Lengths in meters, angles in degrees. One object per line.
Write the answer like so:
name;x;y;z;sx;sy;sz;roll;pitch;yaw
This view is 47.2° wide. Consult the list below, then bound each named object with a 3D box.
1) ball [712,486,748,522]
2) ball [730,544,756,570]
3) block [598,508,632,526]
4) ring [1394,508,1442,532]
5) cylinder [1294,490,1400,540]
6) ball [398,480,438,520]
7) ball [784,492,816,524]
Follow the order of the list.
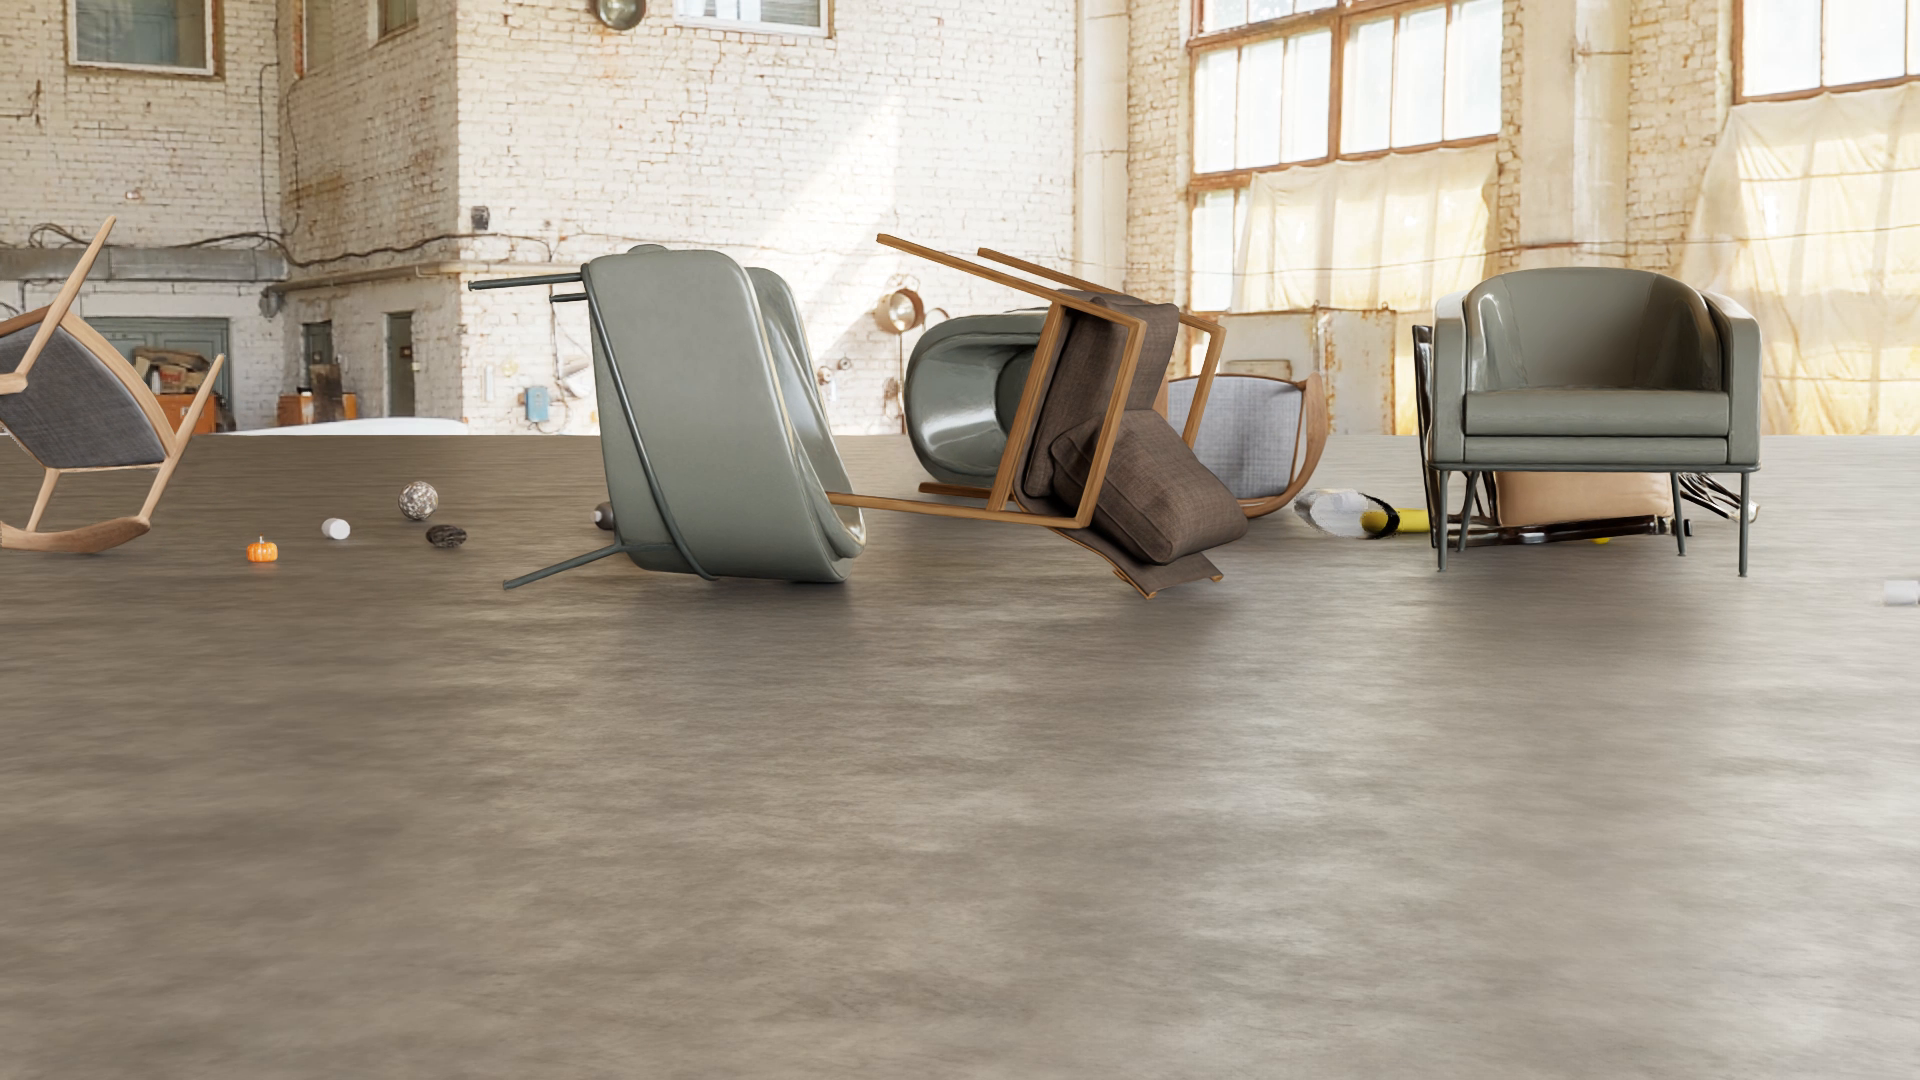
ball;-0.772;-0.119;7.378;0.122;0.122;0.122;0;4;0
ball;-0.539;0.042;5.459;0.065;0.065;0.065;0;4;0
block;-1.142;-0.076;7.281;0.070;0.052;0.081;3;5;40
ring;1.384;-0.062;6.956;0.282;0.068;0.295;1;3;4
cylinder;1.168;-0.078;6.649;0.272;0.137;0.217;9;3;-4
ball;-1.857;-0.135;7.535;0.134;0.134;0.134;0;4;0
ball;-0.530;-0.104;7.285;0.106;0.106;0.106;0;4;0
